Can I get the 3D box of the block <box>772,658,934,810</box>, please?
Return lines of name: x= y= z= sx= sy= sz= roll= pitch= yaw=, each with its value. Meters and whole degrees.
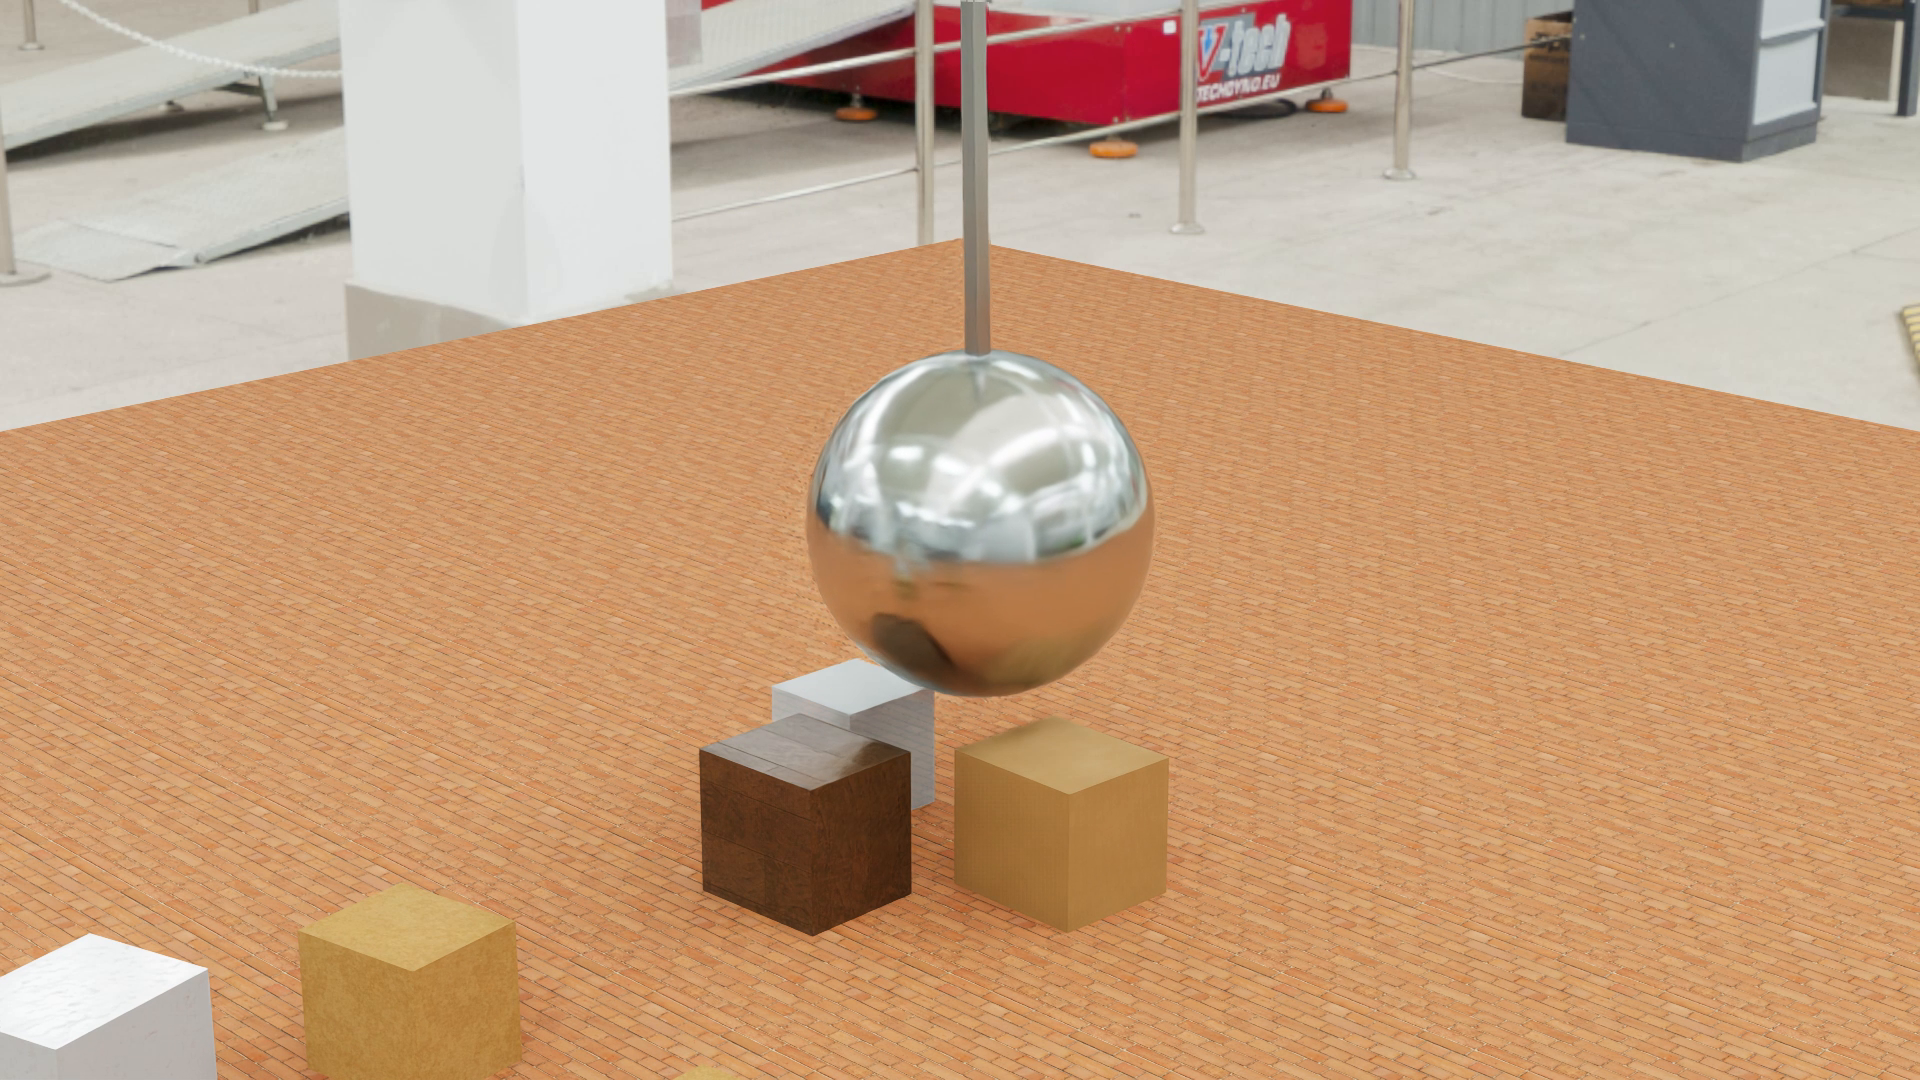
block: x=-0.515 y=0.989 z=14.195 sx=0.559 sy=0.602 sz=0.550 roll=-17 pitch=24 yaw=-42

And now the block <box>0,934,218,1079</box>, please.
block: x=-3.237 y=1.986 z=10.814 sx=0.609 sy=0.727 sz=0.746 roll=10 pitch=20 yaw=29

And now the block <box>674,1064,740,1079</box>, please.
block: x=-0.896 y=2.245 z=10.346 sx=0.501 sy=0.512 sz=0.511 roll=14 pitch=22 yaw=37

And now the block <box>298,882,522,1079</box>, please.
block: x=-2.173 y=1.802 z=11.607 sx=0.635 sy=0.602 sz=0.558 roll=12 pitch=21 yaw=34

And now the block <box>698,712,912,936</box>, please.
block: x=-0.692 y=1.265 z=13.169 sx=0.713 sy=0.689 sz=0.622 roll=16 pitch=23 yaw=41

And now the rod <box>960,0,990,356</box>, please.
rod: x=0.040 y=-3.306 z=12.345 sx=0.080 sy=5.200 sz=0.080 roll=17 pitch=25 yaw=42

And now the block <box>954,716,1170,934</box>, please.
block: x=0.453 y=1.268 z=13.216 sx=0.632 sy=0.656 sz=0.727 roll=-16 pitch=23 yaw=-41

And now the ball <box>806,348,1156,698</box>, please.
ball: x=0.092 y=-0.079 z=13.414 sx=1.600 sy=1.600 sz=1.600 roll=0 pitch=17 yaw=0
